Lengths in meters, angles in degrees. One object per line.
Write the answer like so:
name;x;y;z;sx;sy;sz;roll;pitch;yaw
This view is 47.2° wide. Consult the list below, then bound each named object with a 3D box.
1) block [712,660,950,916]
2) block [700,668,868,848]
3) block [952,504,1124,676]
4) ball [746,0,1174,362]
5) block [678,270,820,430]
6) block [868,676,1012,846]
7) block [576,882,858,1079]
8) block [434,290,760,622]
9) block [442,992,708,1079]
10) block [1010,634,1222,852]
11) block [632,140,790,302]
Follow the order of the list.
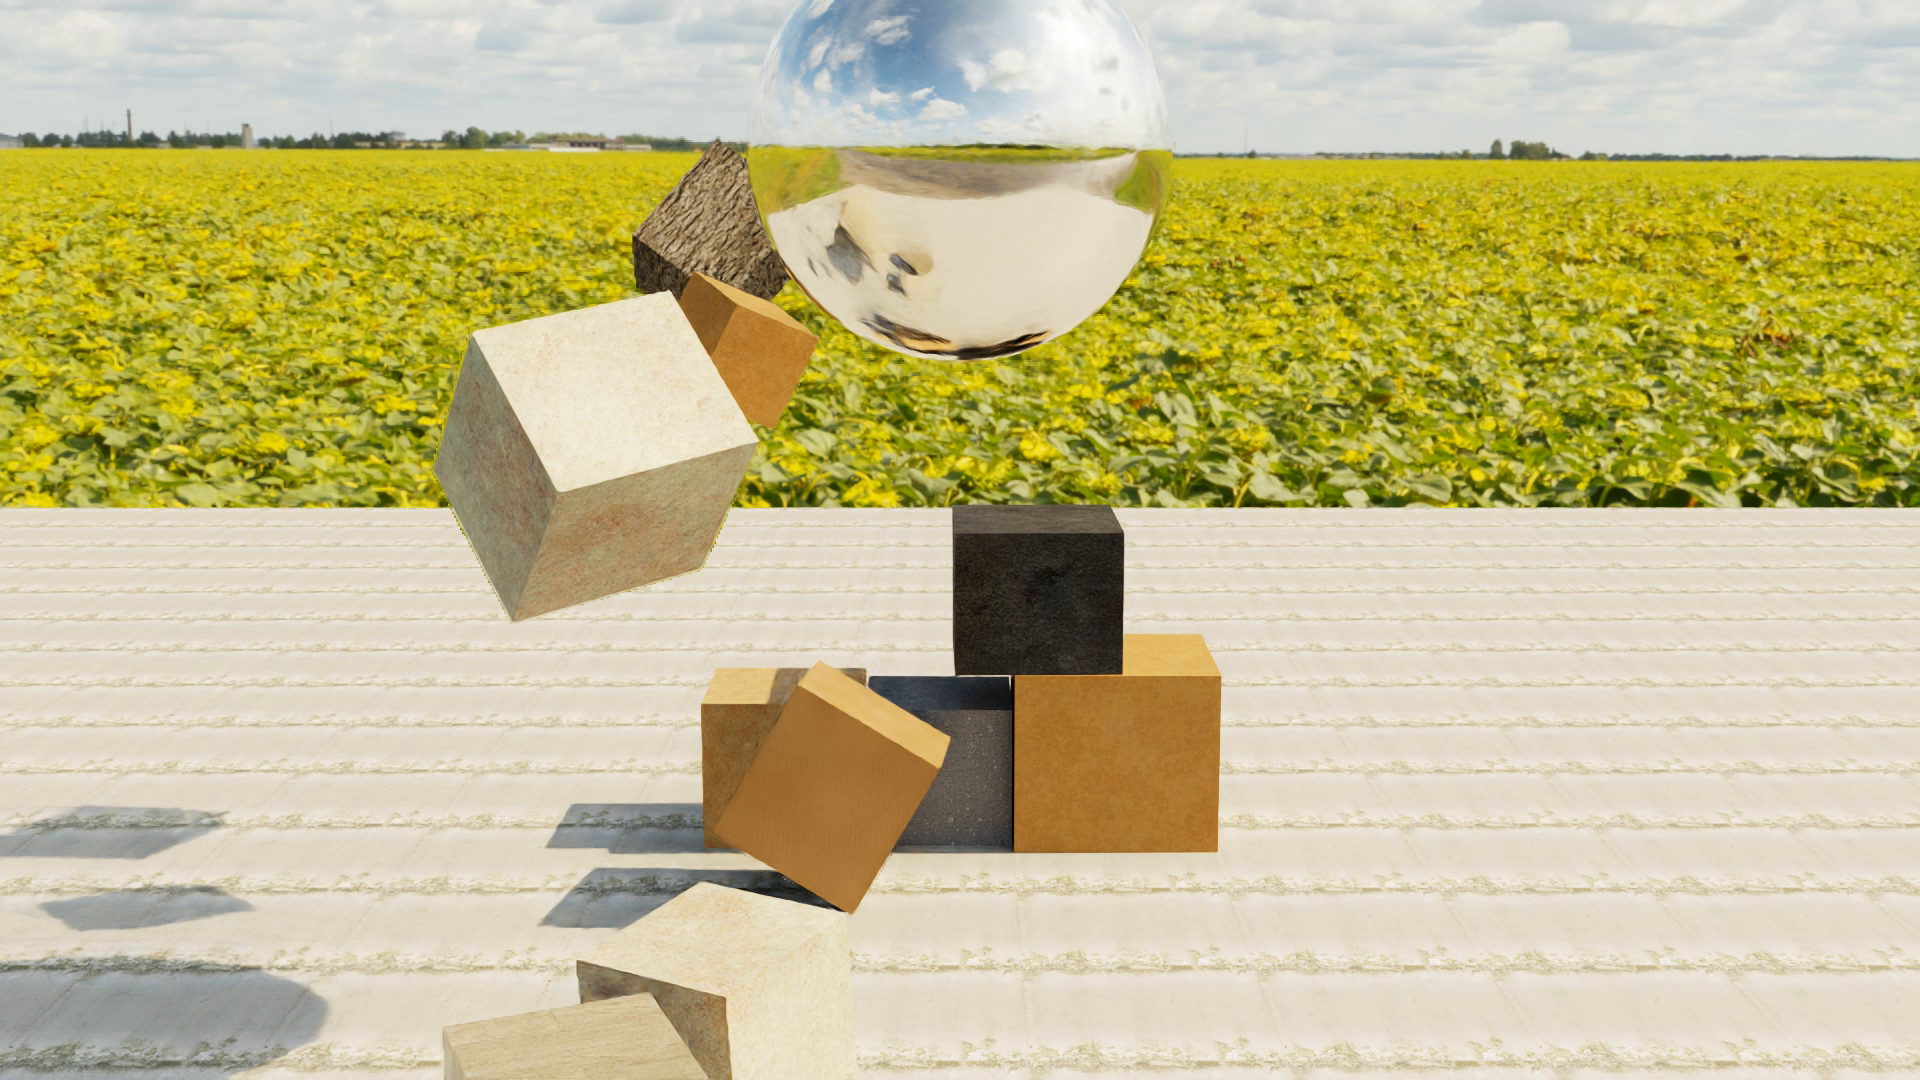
block;-0.581;1.129;10.222;0.738;0.777;0.830;31;5;0
block;-0.891;1.112;11.369;0.796;0.744;0.764;0;10;0
block;0.381;0.240;11.190;0.827;0.711;0.858;0;10;-1
ball;0.000;-1.468;8.243;1.600;1.600;1.600;0;10;0
block;-1.005;-0.845;9.789;0.462;0.457;0.450;20;13;-39
block;-0.111;1.132;11.377;0.742;0.703;0.709;0;10;0
block;-0.855;1.736;7.869;0.658;0.699;0.710;6;18;31
block;-1.237;-0.283;7.392;0.727;0.658;0.754;-17;-26;-33
block;-1.198;1.926;6.868;0.676;0.691;0.662;-5;17;-24
block;0.779;1.031;11.363;1.017;0.906;0.940;0;10;0
block;-1.173;-1.441;10.838;0.574;0.654;0.621;37;-17;5
